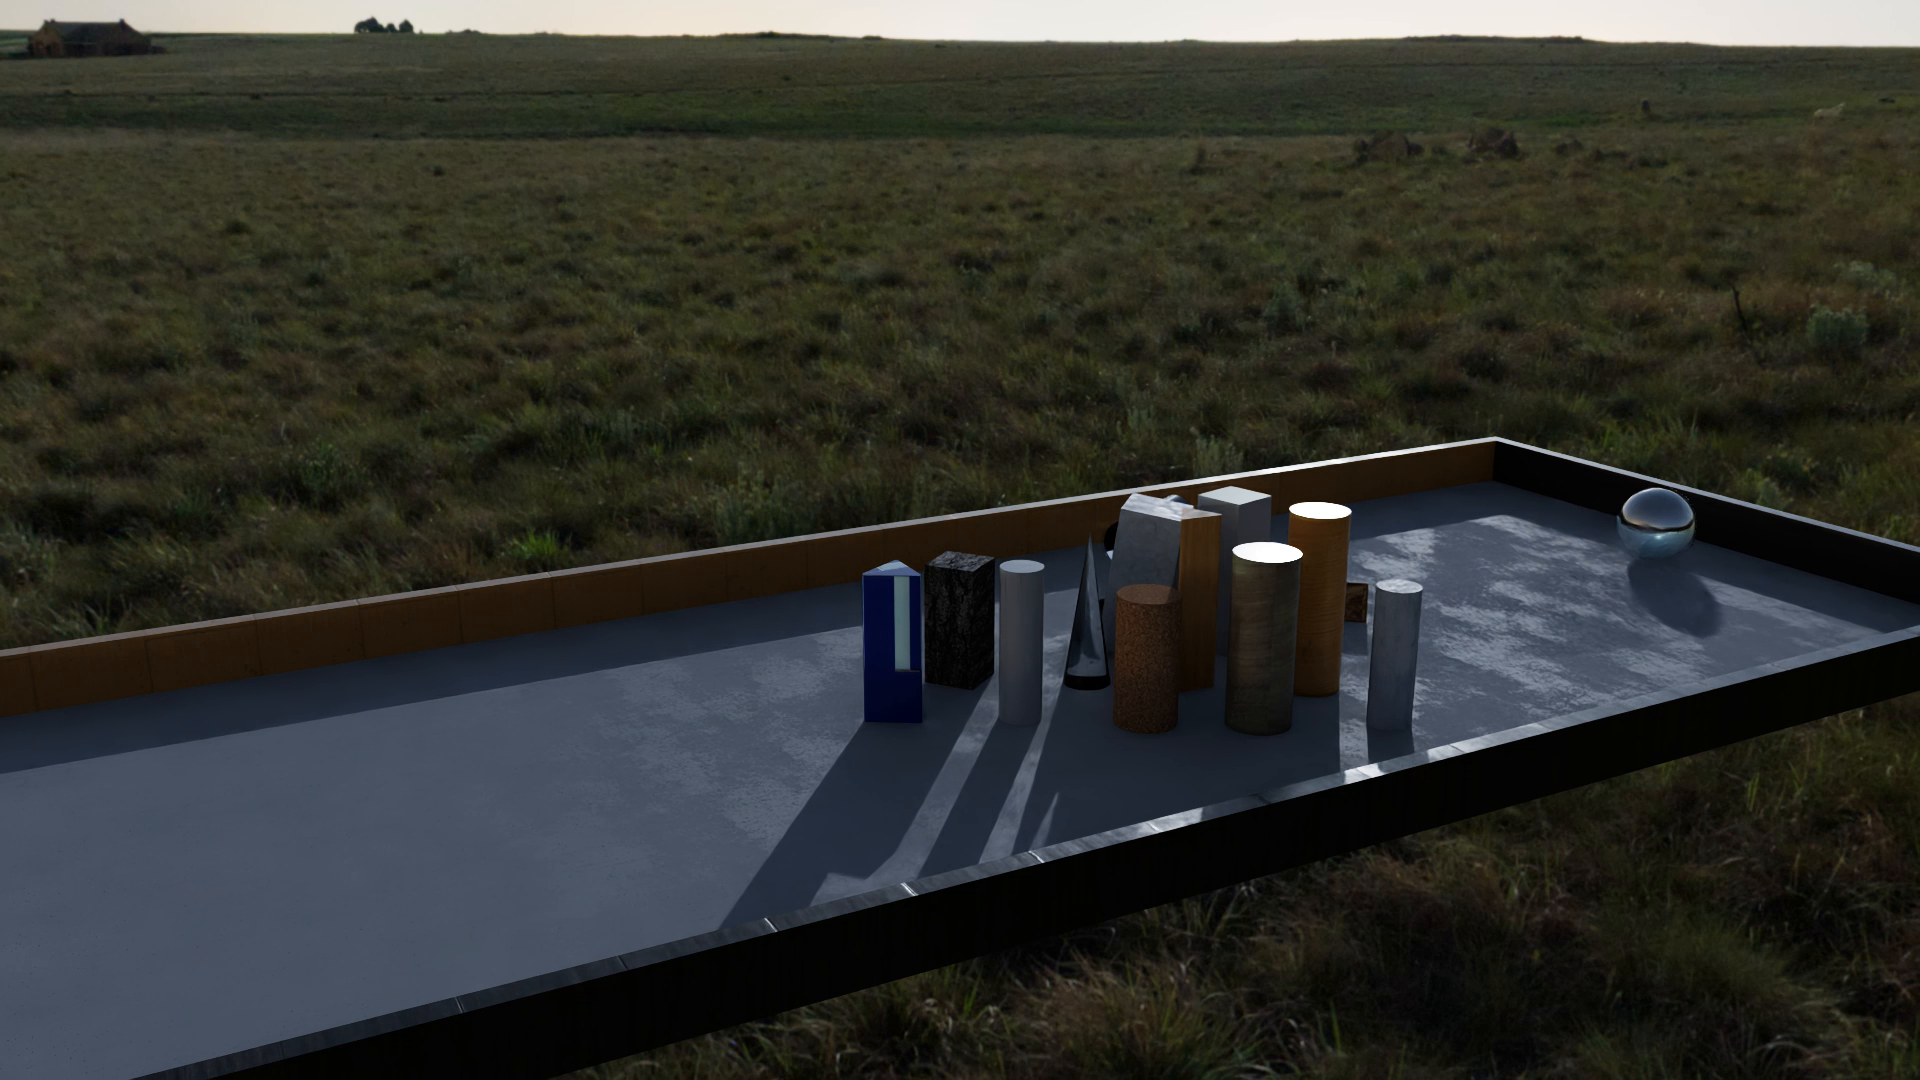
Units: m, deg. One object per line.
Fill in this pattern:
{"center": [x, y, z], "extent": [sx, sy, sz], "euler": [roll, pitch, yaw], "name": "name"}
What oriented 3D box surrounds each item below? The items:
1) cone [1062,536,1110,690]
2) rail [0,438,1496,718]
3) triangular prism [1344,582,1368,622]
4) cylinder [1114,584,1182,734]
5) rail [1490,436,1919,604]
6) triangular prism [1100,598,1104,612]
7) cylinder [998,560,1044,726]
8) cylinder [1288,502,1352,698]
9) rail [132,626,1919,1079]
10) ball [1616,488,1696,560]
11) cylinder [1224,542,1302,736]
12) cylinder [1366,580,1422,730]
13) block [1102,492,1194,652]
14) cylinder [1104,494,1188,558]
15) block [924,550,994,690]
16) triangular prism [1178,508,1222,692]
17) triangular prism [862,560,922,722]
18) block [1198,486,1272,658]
{"center": [0.318, 0.166, 4.087], "extent": [0.120, 0.396, 0.120], "euler": [0, 16, 0], "name": "cone"}
{"center": [-3.305, 0.497, 3.399], "extent": [12.000, 0.150, 0.050], "euler": [-9, 18, -27], "name": "rail"}
{"center": [0.941, 0.155, 4.650], "extent": [0.404, 0.095, 0.110], "euler": [4, 16, 12], "name": "triangular prism"}
{"center": [0.437, 0.276, 3.852], "extent": [0.152, 0.317, 0.152], "euler": [0, 16, 0], "name": "cylinder"}
{"center": [2.466, -0.048, 5.253], "extent": [0.050, 0.150, 2.100], "euler": [-9, 18, -27], "name": "rail"}
{"center": [0.480, 0.180, 4.591], "extent": [0.329, 0.081, 0.093], "euler": [-12, 20, -36], "name": "triangular prism"}
{"center": [0.143, 0.241, 3.870], "extent": [0.103, 0.375, 0.103], "euler": [0, 16, 0], "name": "cylinder"}
{"center": [0.871, 0.147, 4.046], "extent": [0.146, 0.456, 0.146], "euler": [0, 16, 0], "name": "cylinder"}
{"center": [-2.336, 1.006, 1.665], "extent": [12.000, 0.150, 0.050], "euler": [-9, 18, -27], "name": "rail"}
{"center": [2.161, -0.049, 5.122], "extent": [0.226, 0.226, 0.226], "euler": [0, 16, 0], "name": "ball"}
{"center": [0.702, 0.230, 3.828], "extent": [0.156, 0.420, 0.156], "euler": [0, 16, 0], "name": "cylinder"}
{"center": [1.011, 0.268, 3.843], "extent": [0.104, 0.338, 0.104], "euler": [0, 16, 0], "name": "cylinder"}
{"center": [0.483, 0.097, 4.306], "extent": [0.164, 0.386, 0.164], "euler": [13, 19, 13], "name": "block"}
{"center": [0.601, -0.033, 5.212], "extent": [0.143, 0.143, 0.372], "euler": [9, 19, 29], "name": "cylinder"}
{"center": [0.000, 0.200, 4.127], "extent": [0.132, 0.309, 0.132], "euler": [8, 18, 24], "name": "block"}
{"center": [0.565, 0.145, 4.073], "extent": [0.109, 0.444, 0.094], "euler": [-7, 18, -21], "name": "triangular prism"}
{"center": [-0.154, 0.238, 3.898], "extent": [0.135, 0.364, 0.117], "euler": [1, 16, 3], "name": "triangular prism"}
{"center": [0.713, 0.083, 4.333], "extent": [0.135, 0.416, 0.135], "euler": [-14, 22, -40], "name": "block"}
